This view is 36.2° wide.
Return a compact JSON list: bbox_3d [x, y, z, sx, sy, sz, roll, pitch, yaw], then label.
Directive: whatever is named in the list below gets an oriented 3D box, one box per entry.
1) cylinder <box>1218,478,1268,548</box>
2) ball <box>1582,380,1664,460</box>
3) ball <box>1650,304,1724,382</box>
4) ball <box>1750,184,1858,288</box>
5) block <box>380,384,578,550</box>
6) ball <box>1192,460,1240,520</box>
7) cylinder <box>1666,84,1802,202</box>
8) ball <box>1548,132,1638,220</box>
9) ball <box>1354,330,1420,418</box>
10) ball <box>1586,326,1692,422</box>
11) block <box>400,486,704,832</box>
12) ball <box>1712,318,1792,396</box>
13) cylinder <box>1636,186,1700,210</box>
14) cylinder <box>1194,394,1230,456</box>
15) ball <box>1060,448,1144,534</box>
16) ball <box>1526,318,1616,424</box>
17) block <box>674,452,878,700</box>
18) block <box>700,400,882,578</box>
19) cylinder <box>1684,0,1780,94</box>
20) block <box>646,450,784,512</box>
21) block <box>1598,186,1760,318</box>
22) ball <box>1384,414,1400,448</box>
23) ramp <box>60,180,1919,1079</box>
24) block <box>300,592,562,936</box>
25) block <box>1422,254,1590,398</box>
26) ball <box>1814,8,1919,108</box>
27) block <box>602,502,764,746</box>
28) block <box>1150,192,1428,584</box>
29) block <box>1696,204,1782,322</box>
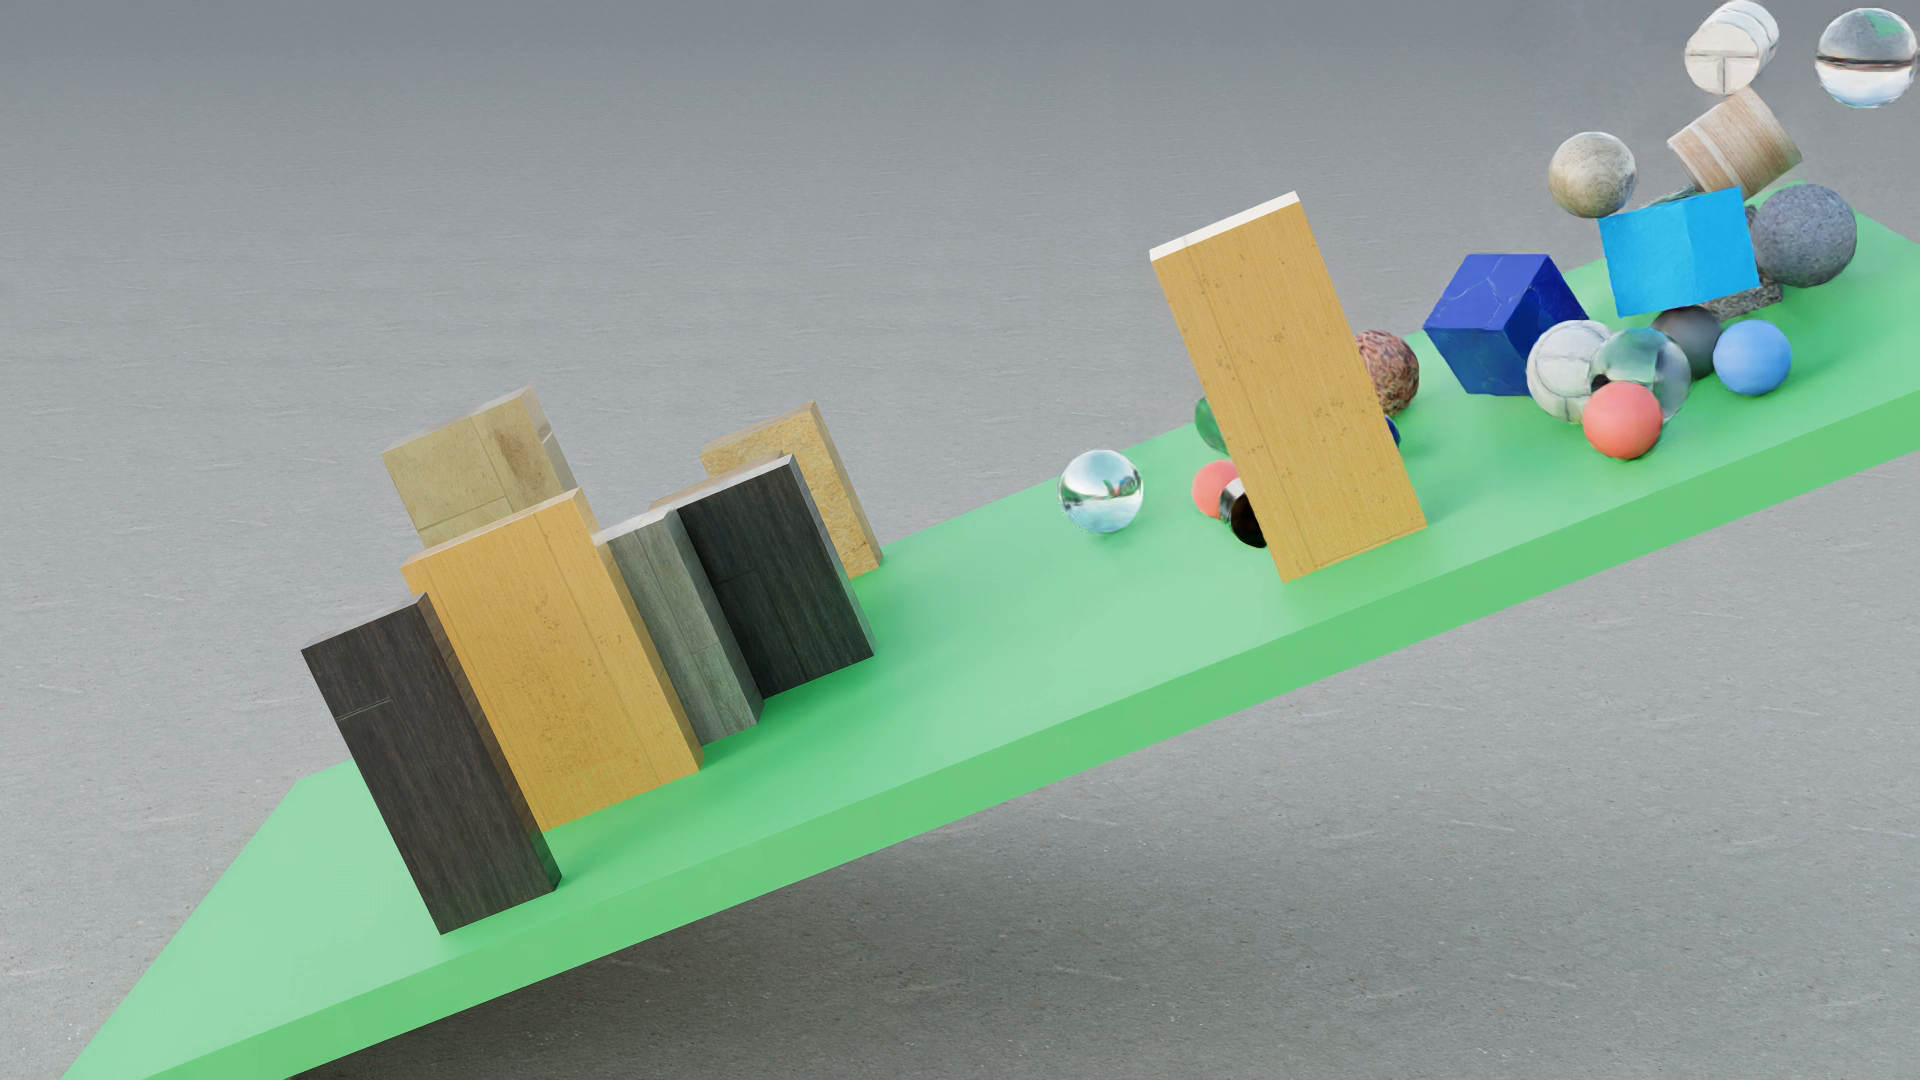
[{"bbox_3d":[0.590,-0.058,5.871,0.125,0.125,0.125,-1,11,-6],"label":"cylinder"},{"bbox_3d":[1.212,-0.219,5.378,0.144,0.144,0.144,0,14,0],"label":"ball"},{"bbox_3d":[1.405,-0.381,5.693,0.151,0.151,0.151,0,14,0],"label":"ball"},{"bbox_3d":[1.689,-0.609,5.888,0.207,0.207,0.207,0,14,0],"label":"ball"},{"bbox_3d":[-1.035,0.049,6.958,0.361,0.739,0.140,-22,12,8],"label":"block"},{"bbox_3d":[0.548,-0.105,6.160,0.124,0.124,0.124,0,14,0],"label":"ball"},{"bbox_3d":[1.603,-0.805,6.090,0.197,0.197,0.197,-36,9,12],"label":"cylinder"},{"bbox_3d":[1.218,-0.702,5.666,0.168,0.168,0.168,0,14,0],"label":"ball"},{"bbox_3d":[0.903,-0.359,6.409,0.197,0.197,0.197,0,14,0],"label":"ball"},{"bbox_3d":[1.273,-0.303,5.511,0.191,0.191,0.191,0,14,0],"label":"ball"},{"bbox_3d":[-0.827,0.252,6.002,0.385,0.620,0.096,-22,12,8],"label":"block"},{"bbox_3d":[1.462,-0.337,5.425,0.141,0.141,0.141,0,14,0],"label":"ball"},{"bbox_3d":[1.563,-0.644,6.375,0.210,0.210,0.210,-22,13,6],"label":"cylinder"},{"bbox_3d":[0.643,-0.295,6.694,0.160,0.160,0.160,9,28,32],"label":"cylinder"},{"bbox_3d":[0.310,-0.107,6.458,0.185,0.185,0.185,0,14,0],"label":"ball"},{"bbox_3d":[1.203,-0.327,5.711,0.204,0.204,0.204,0,14,0],"label":"ball"},{"bbox_3d":[-0.464,0.108,6.327,0.421,0.457,0.101,-22,12,8],"label":"block"},{"bbox_3d":[-0.407,-0.084,7.122,0.290,0.418,0.128,-22,12,8],"label":"block"},{"bbox_3d":[1.618,-1.032,6.164,0.156,0.156,0.156,8,30,29],"label":"cylinder"},{"bbox_3d":[-0.465,0.060,6.600,0.318,0.428,0.108,-22,12,8],"label":"block"},{"bbox_3d":[1.386,-0.554,5.669,0.195,0.195,0.195,-17,6,-40],"label":"block"},{"bbox_3d":[0.842,-0.206,6.045,0.125,0.125,0.125,0,14,0],"label":"ball"},{"bbox_3d":[0.128,0.172,6.287,4.000,0.100,2.000,-22,12,8],"label":"ramp"},{"bbox_3d":[-1.002,0.427,5.593,0.243,0.615,0.081,-22,12,8],"label":"block"},{"bbox_3d":[1.134,-0.445,6.094,0.208,0.208,0.208,7,55,49],"label":"block"},{"bbox_3d":[1.811,-0.962,5.874,0.200,0.200,0.200,0,14,0],"label":"ball"},{"bbox_3d":[-0.714,0.233,6.205,0.434,0.480,0.146,-22,12,8],"label":"block"},{"bbox_3d":[0.617,-0.285,5.522,0.292,0.664,0.136,-22,12,8],"label":"block"},{"bbox_3d":[1.588,-0.568,6.089,0.174,0.174,0.174,-19,13,21],"label":"block"}]
